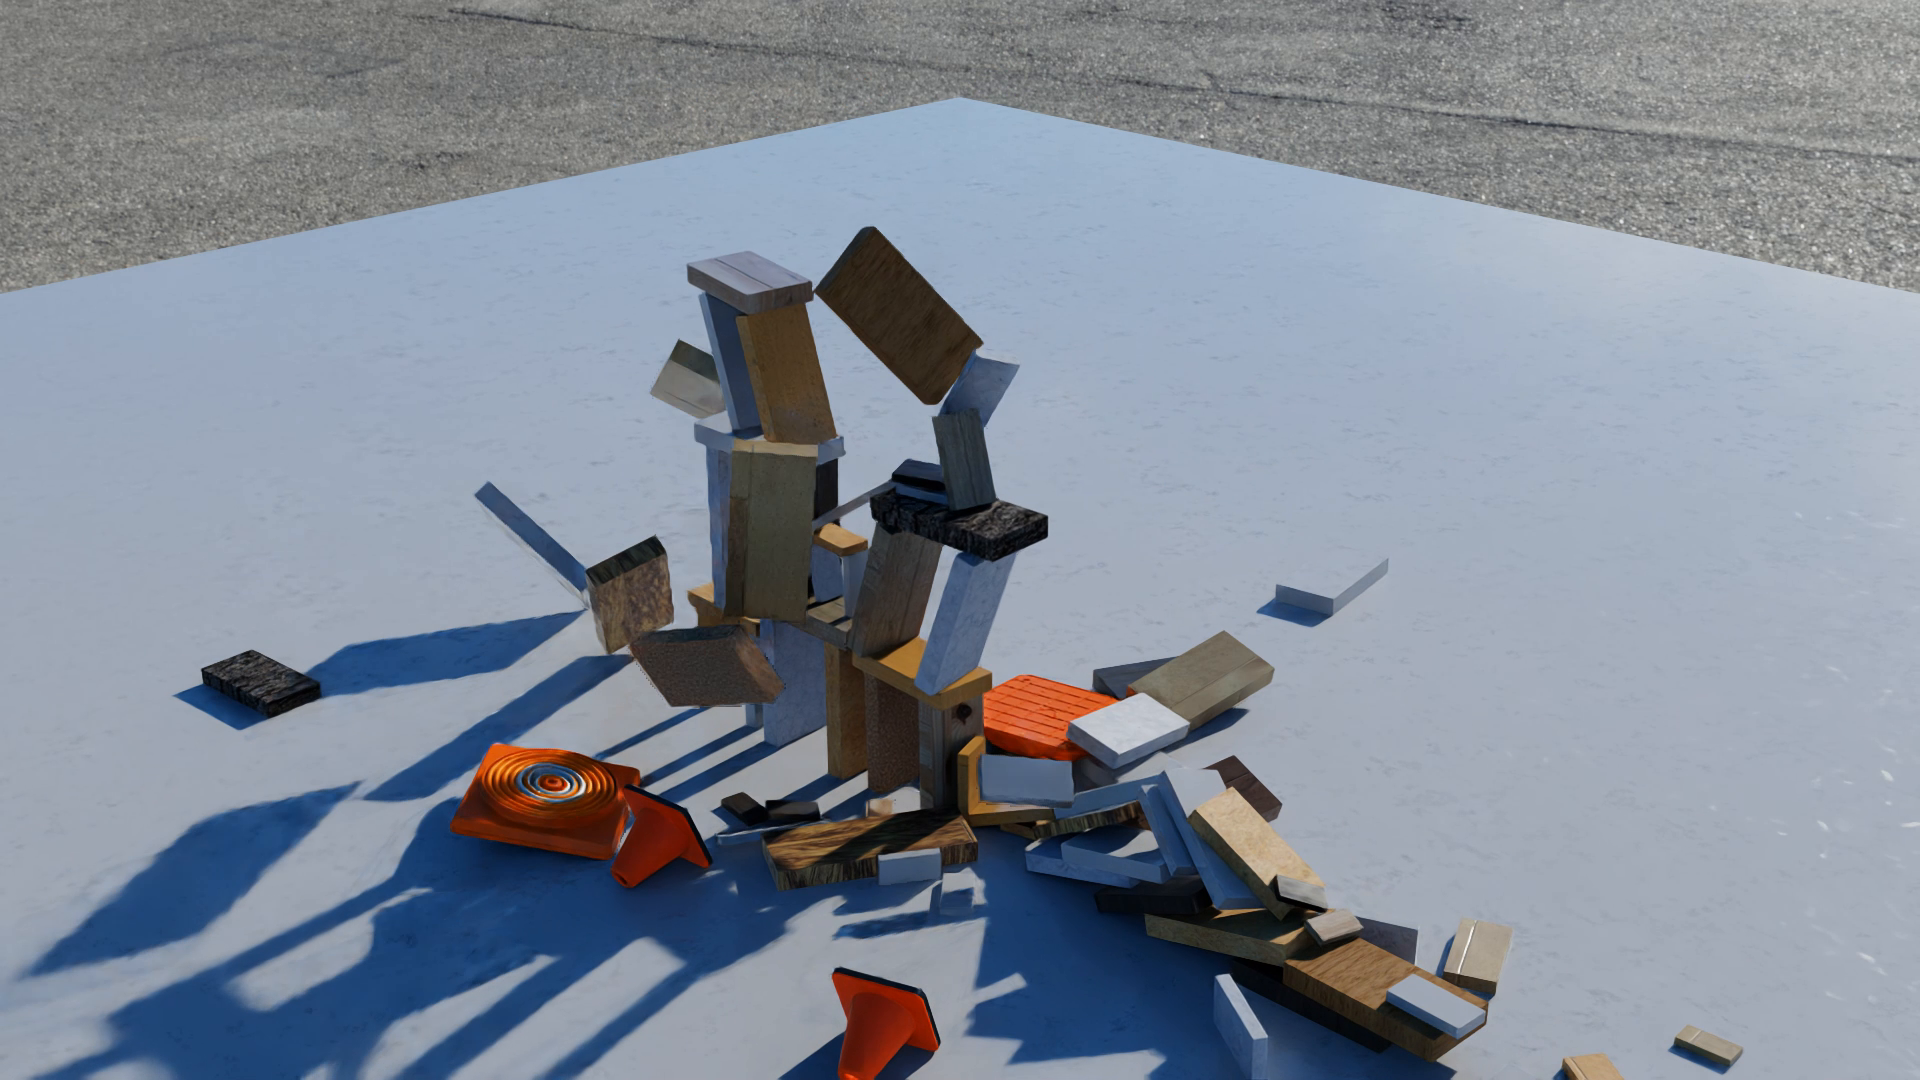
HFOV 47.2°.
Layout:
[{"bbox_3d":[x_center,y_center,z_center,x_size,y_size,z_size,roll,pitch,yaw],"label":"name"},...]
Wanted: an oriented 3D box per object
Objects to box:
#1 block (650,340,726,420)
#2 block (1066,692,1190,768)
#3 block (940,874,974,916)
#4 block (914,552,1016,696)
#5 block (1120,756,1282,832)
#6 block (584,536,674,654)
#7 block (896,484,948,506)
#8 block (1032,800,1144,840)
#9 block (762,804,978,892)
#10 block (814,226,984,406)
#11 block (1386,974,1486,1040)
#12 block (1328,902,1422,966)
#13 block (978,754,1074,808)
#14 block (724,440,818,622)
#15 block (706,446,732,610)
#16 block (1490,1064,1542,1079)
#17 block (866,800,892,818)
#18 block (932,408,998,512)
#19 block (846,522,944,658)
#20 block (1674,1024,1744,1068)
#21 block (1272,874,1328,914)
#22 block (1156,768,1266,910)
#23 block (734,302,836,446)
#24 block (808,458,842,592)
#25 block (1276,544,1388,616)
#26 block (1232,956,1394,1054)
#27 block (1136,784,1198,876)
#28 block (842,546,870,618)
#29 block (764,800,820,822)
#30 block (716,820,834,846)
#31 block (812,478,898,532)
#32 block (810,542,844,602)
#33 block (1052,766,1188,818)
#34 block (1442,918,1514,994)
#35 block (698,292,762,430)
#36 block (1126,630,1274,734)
[{"bbox_3d":[-0.588,-0.348,4.949,0.176,0.050,0.353,26,-15,-10],"label":"block"},{"bbox_3d":[0.354,0.398,4.616,0.132,0.037,0.265,32,29,30],"label":"block"},{"bbox_3d":[-0.005,0.670,4.159,0.060,0.017,0.121,1,23,3],"label":"block"},{"bbox_3d":[0.013,0.140,4.234,0.045,0.315,0.158,33,36,22],"label":"block"},{"bbox_3d":[0.477,0.538,4.360,0.301,0.043,0.150,-19,49,-33],"label":"block"},{"bbox_3d":[-0.748,0.129,5.007,0.176,0.353,0.050,-28,68,-17],"label":"block"},{"bbox_3d":[-0.049,-0.096,4.250,0.135,0.019,0.068,14,27,30],"label":"block"},{"bbox_3d":[0.253,0.535,4.223,0.093,0.026,0.259,-13,-5,-37],"label":"block"},{"bbox_3d":[-0.177,0.599,4.294,0.396,0.043,0.150,-7,24,-15],"label":"block"},{"bbox_3d":[-0.113,-0.423,4.173,0.162,0.324,0.046,-54,28,-18],"label":"block"},{"bbox_3d":[0.794,0.778,3.673,0.074,0.021,0.148,-20,30,-38],"label":"block"},{"bbox_3d":[0.730,0.714,3.957,0.187,0.094,0.027,10,25,21],"label":"block"},{"bbox_3d":[0.128,0.467,4.262,0.182,0.026,0.091,6,52,-11],"label":"block"},{"bbox_3d":[-0.373,-0.015,4.326,0.162,0.377,0.046,4,31,-3],"label":"block"},{"bbox_3d":[-0.461,-0.046,4.696,0.148,0.384,0.042,-21,32,-37],"label":"block"},{"bbox_3d":[0.940,0.910,3.588,0.148,0.021,0.074,21,31,40],"label":"block"},{"bbox_3d":[-0.163,0.556,4.432,0.053,0.015,0.106,1,23,0],"label":"block"},{"bbox_3d":[0.009,-0.153,4.181,0.091,0.182,0.026,-13,4,-30],"label":"block"},{"bbox_3d":[-0.123,0.080,4.375,0.158,0.315,0.045,-20,49,-39],"label":"block"},{"bbox_3d":[1.268,0.856,3.725,0.099,0.014,0.050,20,30,38],"label":"block"},{"bbox_3d":[0.606,0.630,3.912,0.099,0.014,0.050,18,38,-17],"label":"block"},{"bbox_3d":[0.469,0.544,4.016,0.123,0.035,0.291,4,44,-31],"label":"block"},{"bbox_3d":[-0.345,-0.324,4.382,0.143,0.286,0.041,-22,15,-36],"label":"block"},{"bbox_3d":[-0.323,-0.034,4.551,0.148,0.297,0.042,-19,32,-33],"label":"block"},{"bbox_3d":[0.929,0.096,5.478,0.156,0.044,0.311,15,27,32],"label":"block"},{"bbox_3d":[0.649,0.783,3.857,0.313,0.044,0.157,20,30,40],"label":"block"},{"bbox_3d":[0.401,0.531,4.043,0.093,0.026,0.186,1,45,-26],"label":"block"},{"bbox_3d":[-0.206,0.085,4.489,0.019,0.134,0.067,18,29,40],"label":"block"},{"bbox_3d":[-0.338,0.546,4.434,0.106,0.015,0.053,5,22,-12],"label":"block"},{"bbox_3d":[-0.363,0.578,4.345,0.226,0.017,0.060,-7,-2,-15],"label":"block"},{"bbox_3d":[-0.199,-0.080,4.421,0.300,0.019,0.067,-26,5,37],"label":"block"},{"bbox_3d":[-0.280,0.056,4.557,0.067,0.134,0.019,-21,16,-39],"label":"block"},{"bbox_3d":[0.316,0.492,4.292,0.247,0.035,0.123,-18,-6,29],"label":"block"},{"bbox_3d":[0.934,0.748,3.963,0.094,0.027,0.187,9,25,20],"label":"block"},{"bbox_3d":[-0.432,-0.381,4.521,0.143,0.286,0.041,-17,6,-28],"label":"block"},{"bbox_3d":[0.531,0.318,4.855,0.311,0.044,0.156,-26,50,-34],"label":"block"}]
